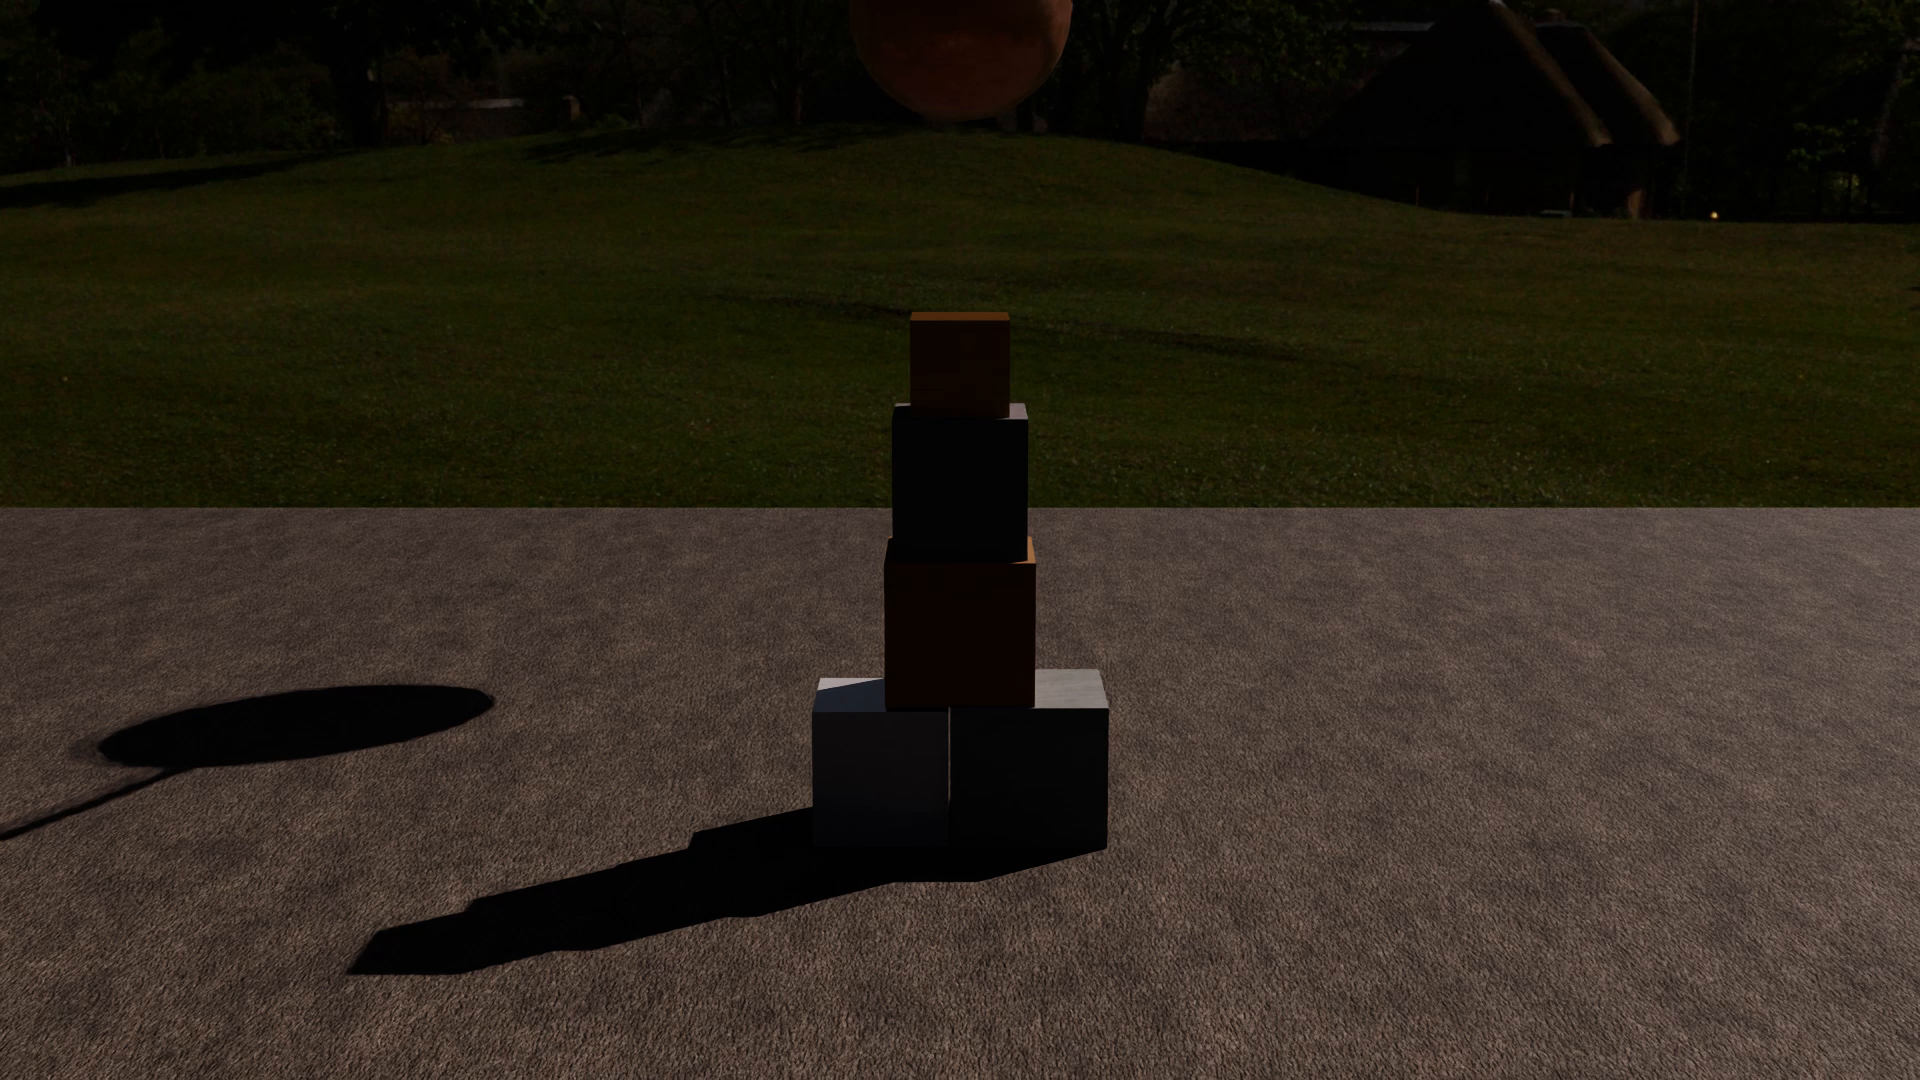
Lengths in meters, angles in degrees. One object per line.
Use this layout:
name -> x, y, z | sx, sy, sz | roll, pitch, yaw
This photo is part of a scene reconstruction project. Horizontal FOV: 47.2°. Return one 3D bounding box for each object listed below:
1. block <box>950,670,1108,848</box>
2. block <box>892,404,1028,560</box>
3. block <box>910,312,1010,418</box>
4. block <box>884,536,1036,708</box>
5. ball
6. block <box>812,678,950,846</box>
block -> 0.346, 1.119, 11.380 | 0.787, 0.726, 0.820 | 0, 10, 0
block -> 0.000, -0.303, 11.136 | 0.667, 0.705, 0.664 | 0, 10, 0
block -> 0.000, -0.882, 11.012 | 0.486, 0.478, 0.528 | 0, 10, 0
block -> 0.000, 0.407, 11.237 | 0.746, 0.728, 0.746 | 0, 10, 0
ball -> 0.000, -3.795, 15.679 | 1.600, 1.600, 1.600 | 0, 10, 0
block -> -0.399, 1.137, 11.369 | 0.681, 0.695, 0.705 | 0, 10, 0
